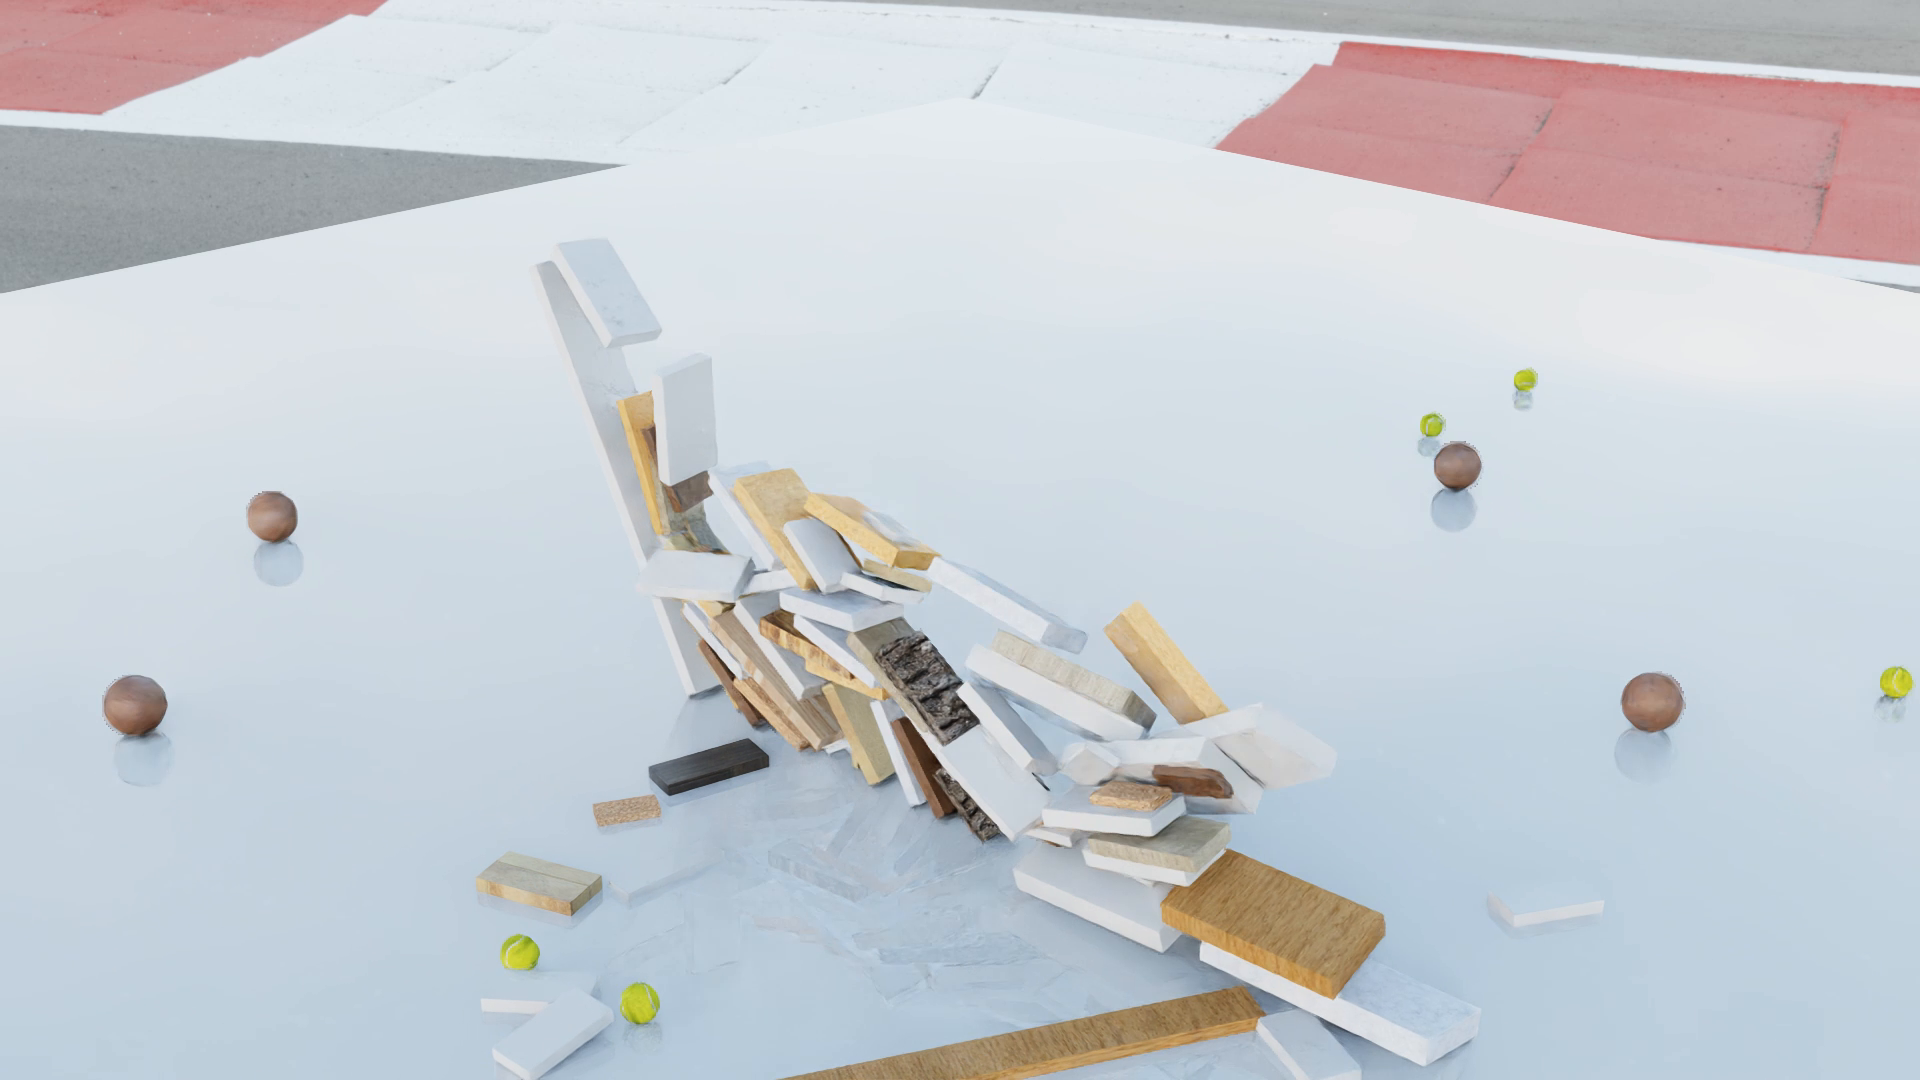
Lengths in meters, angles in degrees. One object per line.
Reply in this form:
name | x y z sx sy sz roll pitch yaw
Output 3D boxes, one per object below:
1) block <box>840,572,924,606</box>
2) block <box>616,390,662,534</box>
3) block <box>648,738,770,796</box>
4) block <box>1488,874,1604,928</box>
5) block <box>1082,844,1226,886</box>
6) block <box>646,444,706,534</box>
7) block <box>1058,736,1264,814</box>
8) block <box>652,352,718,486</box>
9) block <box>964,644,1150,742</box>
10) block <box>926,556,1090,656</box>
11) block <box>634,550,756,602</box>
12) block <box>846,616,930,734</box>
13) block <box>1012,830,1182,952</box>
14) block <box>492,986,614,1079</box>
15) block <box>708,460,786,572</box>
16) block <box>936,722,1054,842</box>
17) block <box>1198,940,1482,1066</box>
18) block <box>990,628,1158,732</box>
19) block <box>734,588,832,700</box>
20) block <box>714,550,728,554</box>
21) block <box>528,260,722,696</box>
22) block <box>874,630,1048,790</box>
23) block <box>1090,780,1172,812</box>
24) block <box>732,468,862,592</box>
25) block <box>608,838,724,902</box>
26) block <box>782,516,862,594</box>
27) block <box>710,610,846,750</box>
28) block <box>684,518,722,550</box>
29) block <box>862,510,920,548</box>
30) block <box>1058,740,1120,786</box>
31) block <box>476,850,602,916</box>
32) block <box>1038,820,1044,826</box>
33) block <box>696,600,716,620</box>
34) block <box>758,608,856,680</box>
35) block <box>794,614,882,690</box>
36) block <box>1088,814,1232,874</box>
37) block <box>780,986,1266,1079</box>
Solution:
block | -0.156 0.097 4.392 0.093 0.026 0.186 9 4 -29
block | -0.676 -0.176 4.912 0.102 0.310 0.029 -23 12 -41
block | -0.525 0.475 4.608 0.233 0.027 0.094 -14 27 -30
block | 1.100 0.677 4.130 0.188 0.027 0.094 -6 24 -15
block | 0.351 0.565 4.003 0.236 0.033 0.118 5 30 44
block | -0.632 -0.123 4.908 0.102 0.204 0.029 -15 6 -42
block | 0.371 0.443 4.096 0.357 0.179 0.051 -9 47 48
block | -0.597 -0.263 4.775 0.135 0.270 0.038 -28 43 -37
block | 0.196 0.324 4.263 0.374 0.051 0.179 26 -9 20
block | 0.093 0.129 4.336 0.309 0.044 0.154 30 6 35
block | -0.566 0.076 4.699 0.240 0.030 0.107 4 47 26
block | -0.099 0.261 4.378 0.128 0.036 0.256 -22 60 -40
block | 0.289 0.633 4.084 0.350 0.050 0.175 17 44 41
block | -0.688 0.836 3.721 0.094 0.027 0.187 21 38 34
block | -0.408 -0.054 4.673 0.137 0.039 0.274 -14 52 -34
block | 0.071 0.455 4.149 0.111 0.031 0.221 -31 64 -28
block | 0.658 0.774 3.837 0.464 0.050 0.175 20 21 39
block | 0.217 0.271 4.210 0.309 0.044 0.154 24 -10 31
block | -0.355 0.218 4.709 0.135 0.038 0.271 -16 54 -37
block | -0.519 0.061 4.835 0.047 0.013 0.095 -2 45 -31
block | -0.731 -0.151 4.966 0.135 1.025 0.038 -20 -1 -39
block | -0.001 0.354 4.267 0.111 0.031 0.431 -21 58 -33
block | 0.311 0.466 4.001 0.136 0.019 0.068 2 19 41
block | -0.341 -0.026 4.610 0.137 0.039 0.305 -13 52 -34
block | -0.564 0.635 4.240 0.227 0.018 0.064 -20 30 -39
block | -0.280 0.029 4.527 0.093 0.026 0.186 -11 50 -33
block | -0.373 0.285 4.682 0.115 0.033 0.383 -22 57 -40
block | -0.570 -0.008 4.884 0.047 0.013 0.094 -9 52 -36
block | -0.141 -0.023 4.504 0.064 0.018 0.128 13 16 -39
block | 0.240 0.419 4.082 0.068 0.136 0.019 33 59 -3
block | -0.801 0.653 4.184 0.213 0.030 0.107 10 25 23
block | 0.198 0.515 4.142 0.097 0.014 0.049 -4 32 28
block | -0.499 0.147 4.834 0.115 0.033 0.229 -16 53 -40
block | -0.276 0.205 4.581 0.271 0.038 0.135 23 33 36
block | -0.210 0.207 4.488 0.128 0.036 0.256 -19 41 -39
block | 0.360 0.539 3.970 0.236 0.033 0.118 4 29 43
block | 0.051 0.870 3.675 0.971 0.027 0.094 -7 24 -17
